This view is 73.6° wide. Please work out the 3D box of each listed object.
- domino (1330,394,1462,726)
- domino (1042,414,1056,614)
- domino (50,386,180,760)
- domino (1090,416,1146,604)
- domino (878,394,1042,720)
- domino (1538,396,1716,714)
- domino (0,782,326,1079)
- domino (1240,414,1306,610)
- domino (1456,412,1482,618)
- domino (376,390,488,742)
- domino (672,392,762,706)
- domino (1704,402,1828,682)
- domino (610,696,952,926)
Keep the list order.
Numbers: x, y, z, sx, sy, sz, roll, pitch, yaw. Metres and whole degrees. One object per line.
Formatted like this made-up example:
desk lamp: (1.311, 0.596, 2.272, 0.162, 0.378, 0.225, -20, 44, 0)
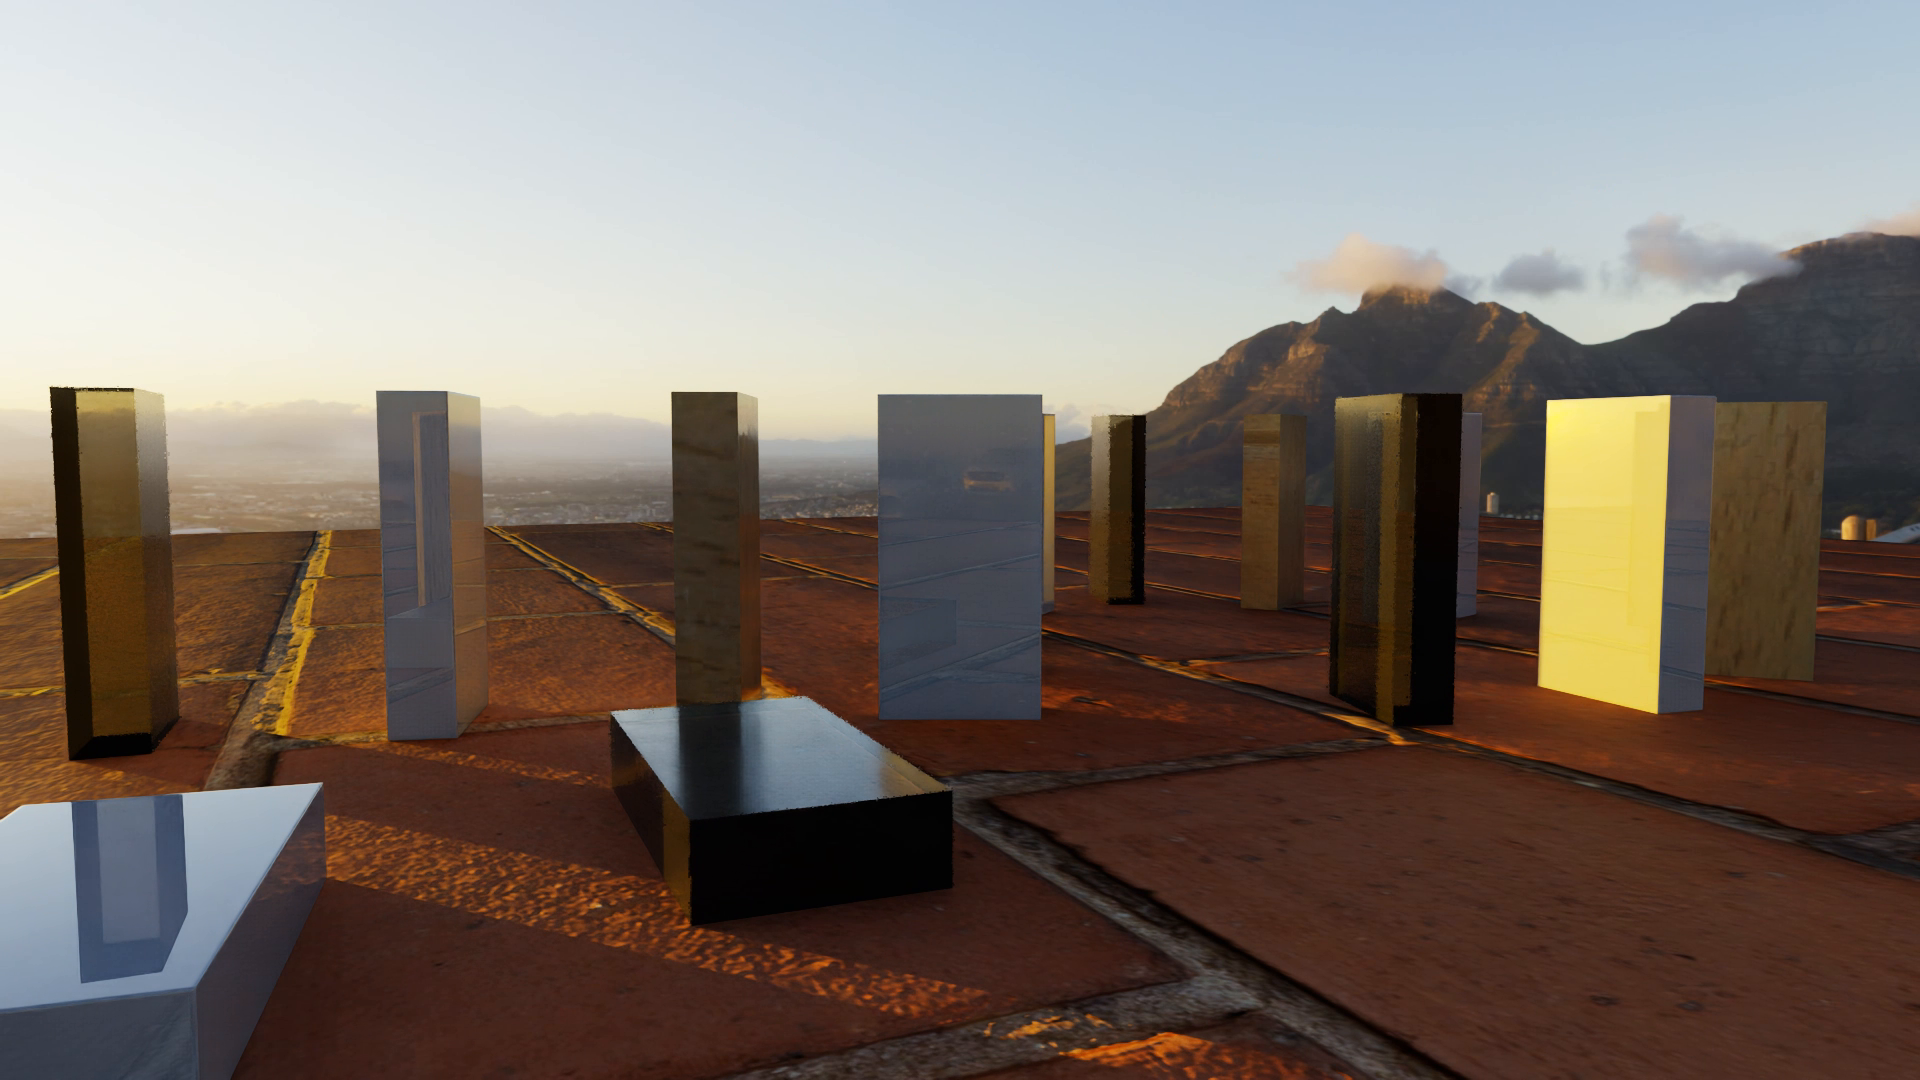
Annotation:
domino: (0.069, 0.002, 0.205, 0.010, 0.050, 0.025, 0, 4, -6)
domino: (0.011, -0.007, 0.327, 0.025, 0.050, 0.010, 2, 5, 24)
domino: (-0.121, 0.004, 0.184, 0.009, 0.050, 0.025, -2, 5, -24)
domino: (0.043, -0.009, 0.351, 0.010, 0.050, 0.025, 0, 4, -5)
domino: (0.000, 0.002, 0.201, 0.025, 0.050, 0.010, 0, 4, 0)
domino: (0.110, 0.002, 0.214, 0.010, 0.050, 0.025, -2, 5, -19)
domino: (-0.066, 0.030, 0.098, 0.025, 0.009, 0.050, -1, 5, -18)
domino: (0.083, -0.008, 0.340, 0.009, 0.050, 0.025, 2, 5, 30)
domino: (0.117, -0.006, 0.313, 0.025, 0.050, 0.009, -4, 6, -43)
domino: (-0.080, 0.003, 0.195, 0.010, 0.050, 0.025, -1, 4, -10)
domino: (-0.037, 0.003, 0.199, 0.010, 0.050, 0.025, 0, 4, -2)
domino: (0.144, 0.000, 0.238, 0.025, 0.050, 0.010, 2, 5, 24)
domino: (-0.022, 0.027, 0.141, 0.025, 0.009, 0.050, -2, 5, -23)
